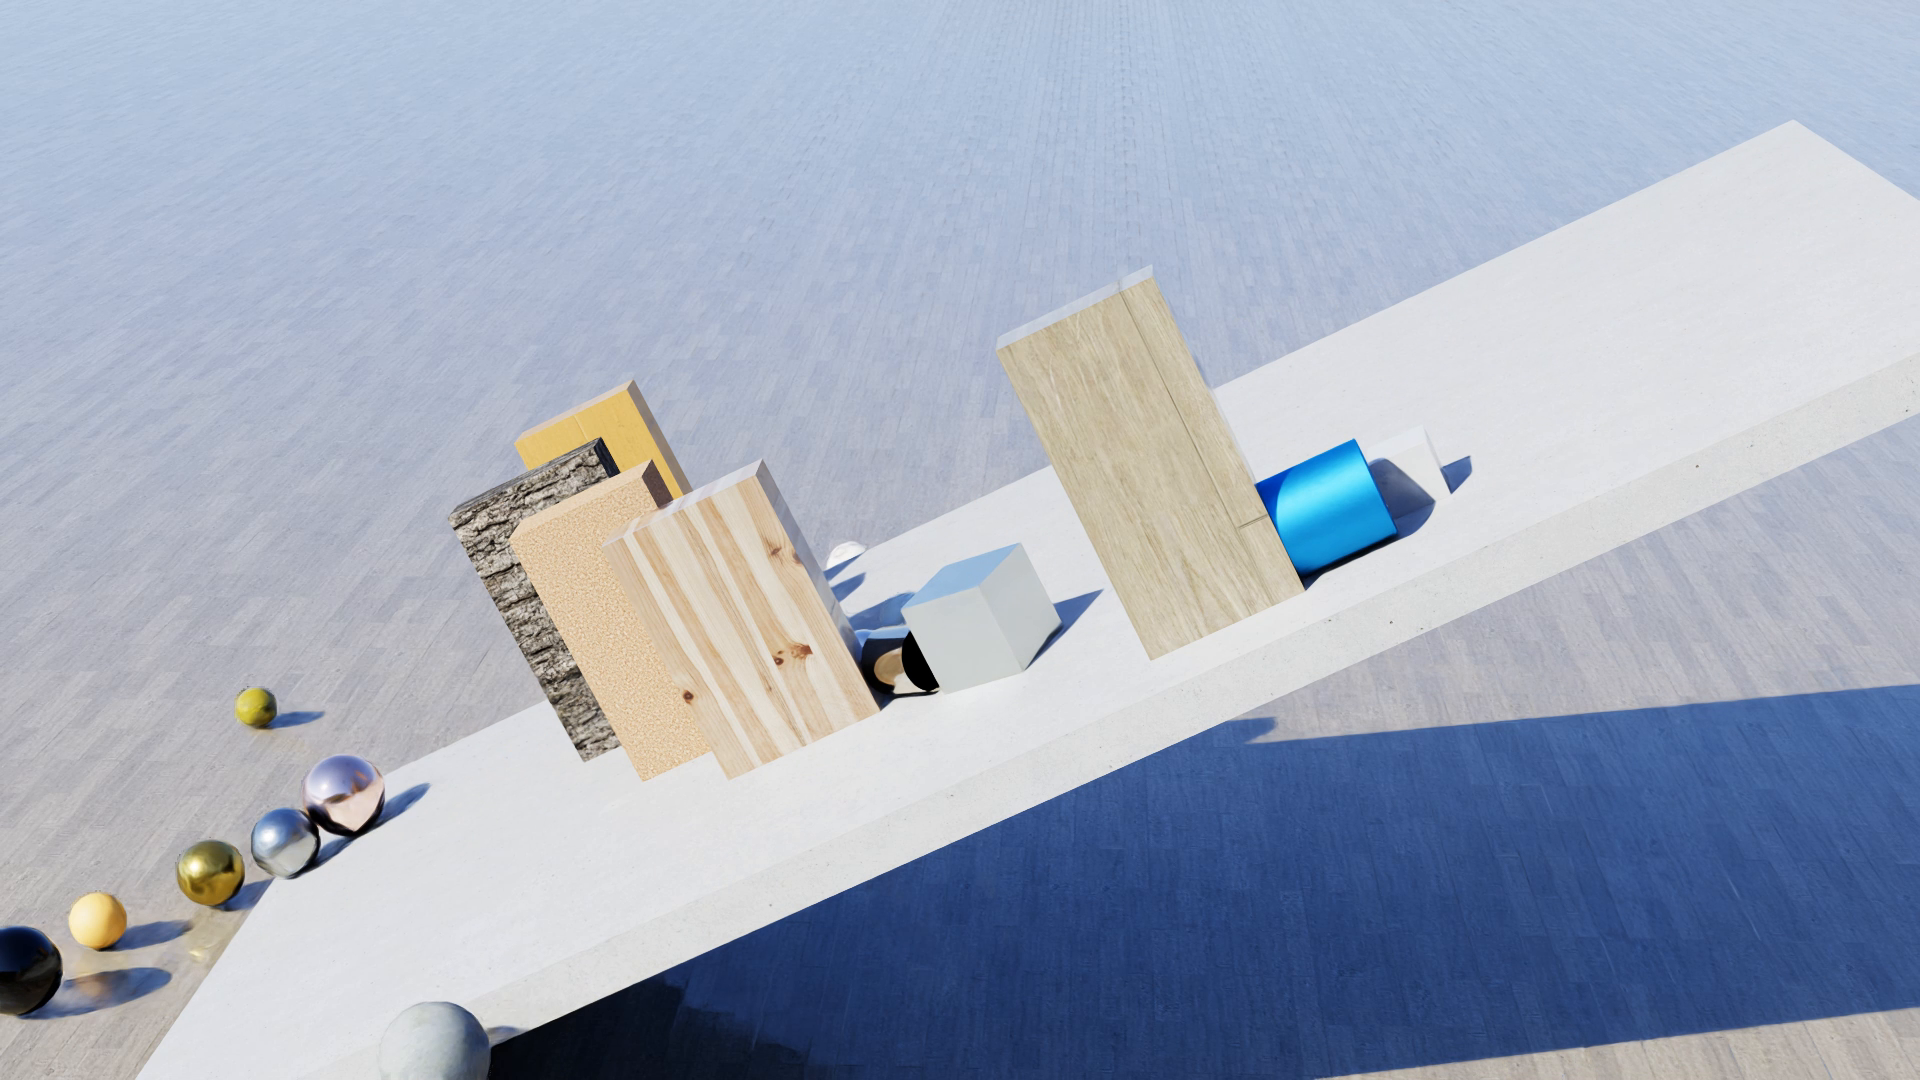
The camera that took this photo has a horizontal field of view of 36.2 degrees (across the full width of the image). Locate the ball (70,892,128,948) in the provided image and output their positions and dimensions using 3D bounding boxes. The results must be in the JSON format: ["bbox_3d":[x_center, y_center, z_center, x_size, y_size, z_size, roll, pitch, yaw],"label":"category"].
[{"bbox_3d":[-2.021,0.892,6.898,0.131,0.131,0.131,0,16,0],"label":"ball"}]

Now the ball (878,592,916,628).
[{"bbox_3d":[-0.104,0.178,6.193,0.138,0.138,0.138,0,16,0],"label":"ball"}]

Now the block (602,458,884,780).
[{"bbox_3d":[-0.437,0.164,5.991,0.351,0.553,0.127,-25,14,10],"label":"block"}]

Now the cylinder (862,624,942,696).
[{"bbox_3d":[-0.102,0.240,5.953,0.141,0.141,0.141,-13,2,-37],"label":"cylinder"}]

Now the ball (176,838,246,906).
[{"bbox_3d":[-1.812,0.804,7.118,0.163,0.163,0.163,0,16,0],"label":"ball"}]

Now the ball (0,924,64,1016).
[{"bbox_3d":[-2.102,0.958,6.552,0.200,0.200,0.200,0,16,0],"label":"ball"}]

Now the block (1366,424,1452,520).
[{"bbox_3d":[0.848,-0.129,5.562,0.116,0.116,0.116,-24,14,13],"label":"block"}]

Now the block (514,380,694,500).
[{"bbox_3d":[-0.757,-0.011,6.991,0.301,0.676,0.105,-25,14,10],"label":"block"}]

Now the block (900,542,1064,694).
[{"bbox_3d":[0.045,0.156,5.861,0.197,0.197,0.197,-18,16,35],"label":"block"}]

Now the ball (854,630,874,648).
[{"bbox_3d":[-0.200,0.249,6.137,0.126,0.126,0.126,0,16,0],"label":"ball"}]

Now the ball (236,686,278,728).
[{"bbox_3d":[-1.996,0.475,8.348,0.115,0.115,0.115,0,16,0],"label":"ball"}]

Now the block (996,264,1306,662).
[{"bbox_3d":[0.351,-0.139,5.396,0.314,0.652,0.114,-25,14,10],"label":"block"}]

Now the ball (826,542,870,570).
[{"bbox_3d":[-0.351,0.090,9.564,0.167,0.167,0.167,0,16,0],"label":"ball"}]

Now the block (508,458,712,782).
[{"bbox_3d":[-0.670,0.174,6.294,0.319,0.602,0.149,-25,14,10],"label":"block"}]

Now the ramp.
[{"bbox_3d":[0.138,0.168,6.281,4.000,0.100,2.000,-25,14,10],"label":"ramp"}]

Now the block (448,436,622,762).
[{"bbox_3d":[-0.831,0.138,6.649,0.372,0.643,0.108,-25,14,10],"label":"block"}]

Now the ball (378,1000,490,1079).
[{"bbox_3d":[-0.958,0.942,5.361,0.203,0.203,0.203,0,16,0],"label":"ball"}]

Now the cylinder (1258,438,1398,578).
[{"bbox_3d":[0.682,-0.059,5.449,0.195,0.195,0.195,-25,14,9],"label":"cylinder"}]

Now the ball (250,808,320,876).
[{"bbox_3d":[-1.605,0.719,6.996,0.164,0.164,0.164,0,16,0],"label":"ball"}]

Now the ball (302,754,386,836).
[{"bbox_3d":[-1.484,0.613,7.084,0.199,0.199,0.199,0,16,0],"label":"ball"}]
